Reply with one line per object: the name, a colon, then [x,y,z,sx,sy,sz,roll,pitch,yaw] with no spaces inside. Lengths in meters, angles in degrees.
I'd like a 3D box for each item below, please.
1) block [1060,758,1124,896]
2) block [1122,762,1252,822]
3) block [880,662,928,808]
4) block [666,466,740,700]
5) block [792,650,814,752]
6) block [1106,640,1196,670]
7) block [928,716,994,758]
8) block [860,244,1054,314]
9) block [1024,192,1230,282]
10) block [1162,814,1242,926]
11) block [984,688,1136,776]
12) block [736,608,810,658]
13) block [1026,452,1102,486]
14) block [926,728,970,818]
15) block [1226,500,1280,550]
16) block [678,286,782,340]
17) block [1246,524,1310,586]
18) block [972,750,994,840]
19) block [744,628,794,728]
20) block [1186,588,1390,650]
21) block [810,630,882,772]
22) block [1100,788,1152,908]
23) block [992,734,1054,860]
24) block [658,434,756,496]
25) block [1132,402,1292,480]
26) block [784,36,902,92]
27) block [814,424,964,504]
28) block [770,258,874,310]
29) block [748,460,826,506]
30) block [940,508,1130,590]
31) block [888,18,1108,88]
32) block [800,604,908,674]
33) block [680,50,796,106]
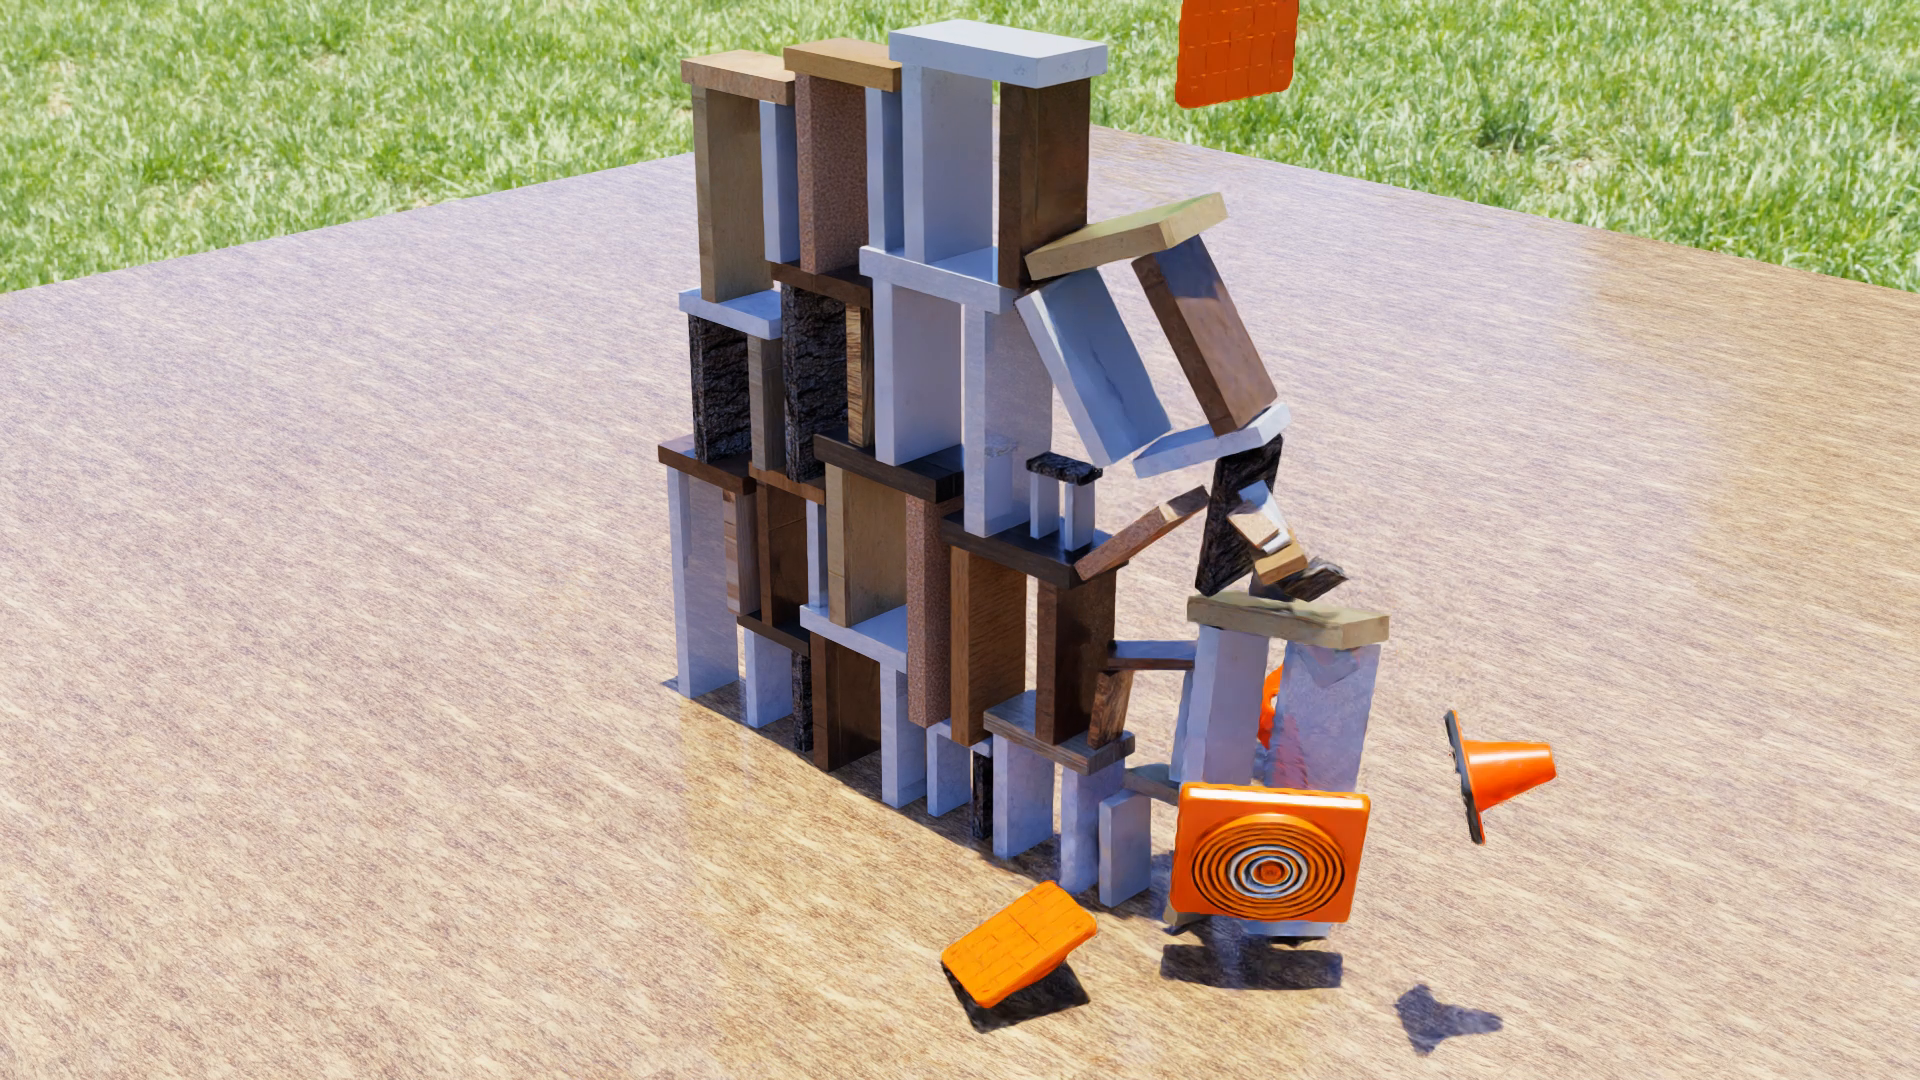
block: [0.251,0.528,4.174,0.134,0.267,0.038,-21,31,-41]
block: [0.418,0.463,4.054,0.218,0.031,0.109,18,15,41]
block: [-0.087,0.373,4.476,0.045,0.316,0.158,21,31,41]
block: [-0.567,0.078,4.872,0.040,0.551,0.142,21,31,41]
block: [-0.302,0.326,4.695,0.033,0.233,0.117,21,31,41]
block: [0.351,0.212,4.024,0.163,0.023,0.081,0,21,6]
block: [0.023,0.370,4.358,0.097,0.027,0.194,-21,31,-40]
block: [0.005,-0.491,4.002,0.180,0.051,0.359,-21,31,-41]
block: [0.277,-0.510,3.703,0.162,0.046,0.325,-31,16,-38]
block: [0.446,0.599,4.044,0.109,0.218,0.031,-4,25,-45]
block: [0.187,0.363,4.172,0.267,0.038,0.134,21,31,41]
block: [-0.357,0.182,4.693,0.233,0.033,0.117,21,31,41]
block: [0.189,-0.129,3.977,0.127,0.018,0.063,19,29,37]
block: [-0.022,0.454,4.443,0.097,0.193,0.027,-21,31,-41]
block: [0.493,-0.027,3.693,0.047,0.013,0.094,-37,44,-2]
block: [-0.428,-0.473,4.486,0.143,0.041,0.286,-21,31,-41]
block: [0.532,0.024,3.686,0.081,0.023,0.162,-25,17,8]
block: [0.069,0.490,4.359,0.027,0.193,0.097,21,31,41]
block: [-0.412,0.283,4.796,0.033,0.233,0.117,21,31,41]
block: [0.578,0.138,3.889,0.319,0.045,0.159,10,10,40]
block: [-0.236,0.315,4.614,0.045,0.316,0.158,21,31,41]
block: [0.311,0.572,4.130,0.109,0.218,0.031,-22,30,-38]
block: [0.125,0.479,4.290,0.134,0.267,0.038,-21,31,-41]
block: [-0.500,-0.167,4.695,0.284,0.040,0.142,21,31,41]
block: [0.429,-0.169,3.758,0.250,0.035,0.125,-15,13,35]
block: [-0.171,-0.874,4.032,0.147,0.042,0.294,-21,31,-40]
block: [-0.105,-0.160,4.271,0.172,0.049,0.345,-21,31,-40]
block: [-0.219,-0.510,4.252,0.284,0.040,0.142,21,31,40]
block: [-0.313,-0.132,4.509,0.233,0.033,0.117,21,31,40]
block: [0.137,0.001,4.078,0.328,0.046,0.164,21,31,41]
block: [0.063,-0.842,3.794,0.354,0.050,0.177,21,31,40]
block: [-0.162,0.178,4.475,0.316,0.045,0.158,21,31,41]
block: [-0.382,-0.899,4.263,0.311,0.044,0.156,21,31,40]
